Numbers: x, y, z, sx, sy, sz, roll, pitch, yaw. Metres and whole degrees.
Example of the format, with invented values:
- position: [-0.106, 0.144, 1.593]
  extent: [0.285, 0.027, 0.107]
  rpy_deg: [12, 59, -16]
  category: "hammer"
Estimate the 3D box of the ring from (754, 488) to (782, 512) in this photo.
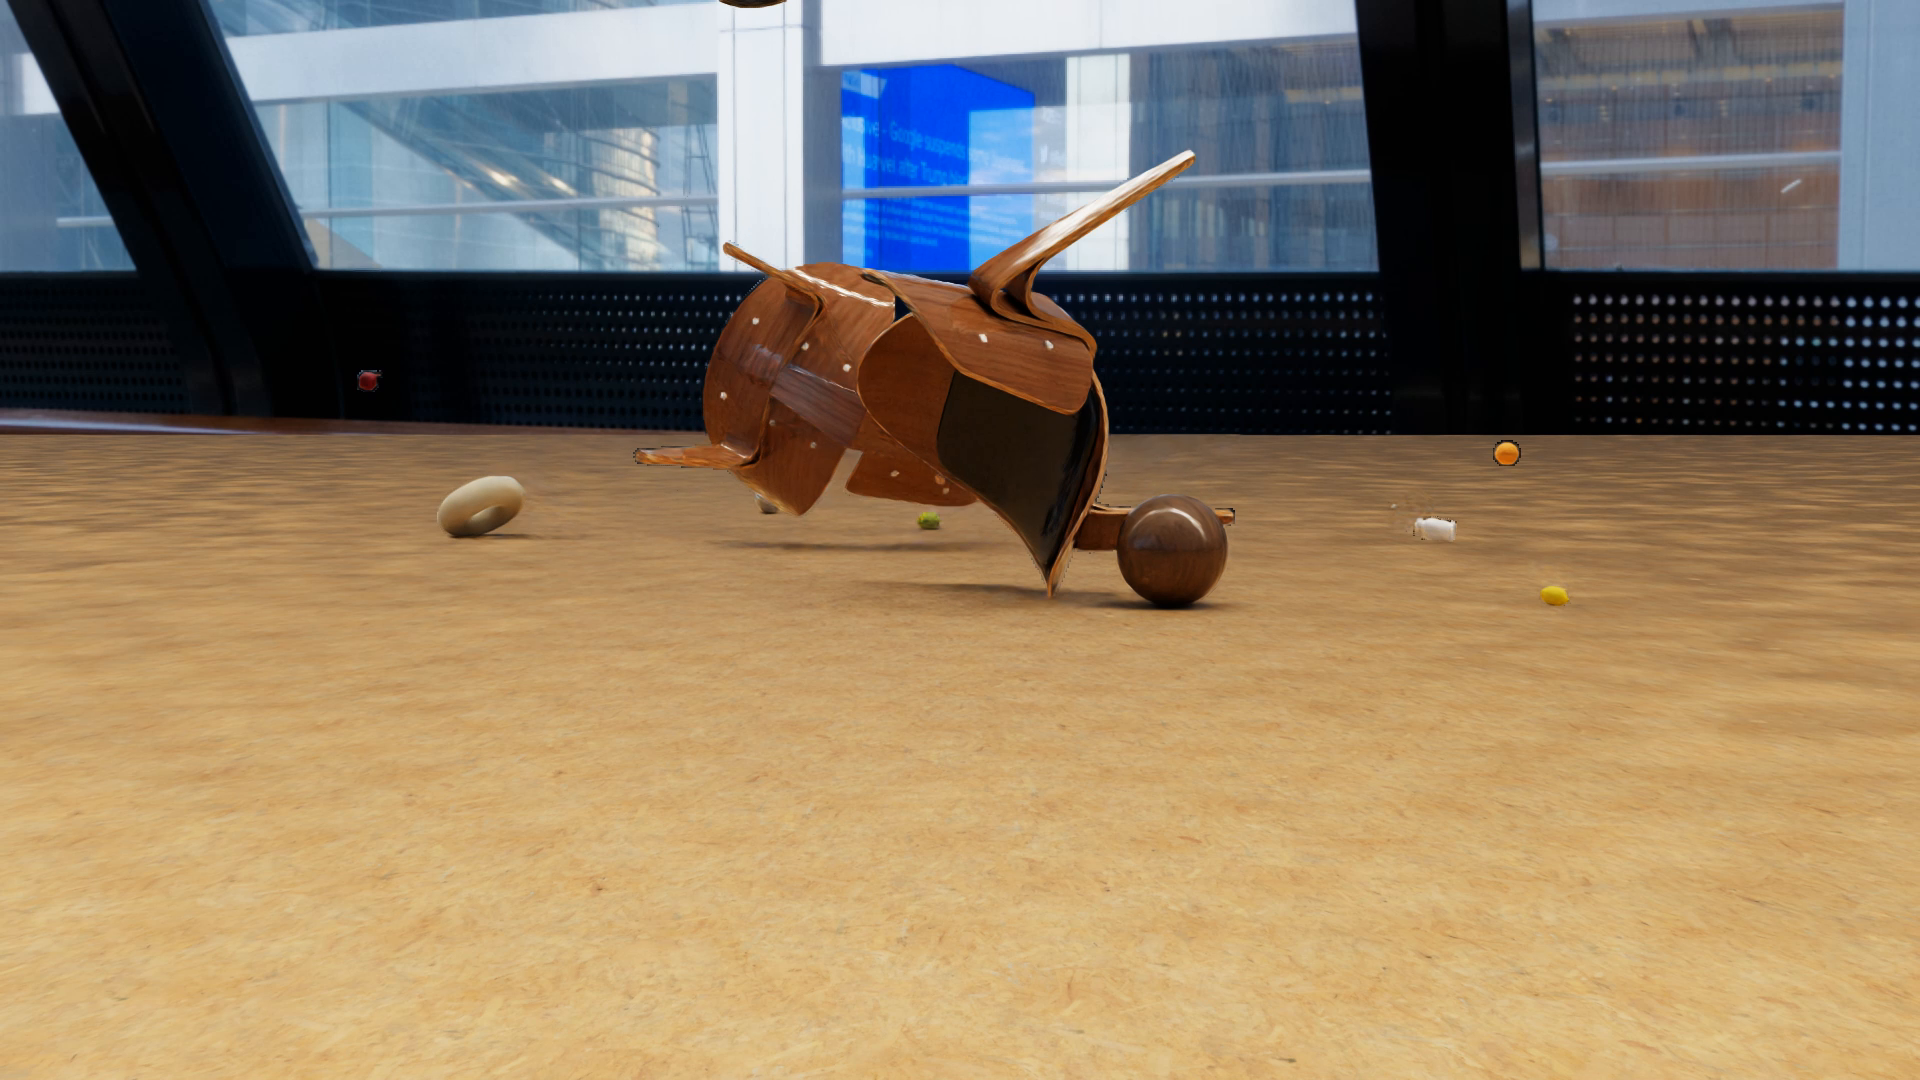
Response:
- position: [-0.693, -0.144, 7.968]
  extent: [0.074, 0.083, 0.121]
  rpy_deg: [-18, -32, 13]
  category: "ring"

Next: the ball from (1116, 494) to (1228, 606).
- position: [0.439, 0.020, 4.553]
  extent: [0.232, 0.232, 0.232]
  rpy_deg: [0, 4, 0]
  category: "ball"

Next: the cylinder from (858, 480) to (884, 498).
- position: [-0.319, -0.183, 7.887]
  extent: [0.073, 0.034, 0.058]
  rpy_deg: [-18, 40, -18]
  category: "cylinder"

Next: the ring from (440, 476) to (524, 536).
- position: [-1.453, -0.102, 6.684]
  extent: [0.272, 0.092, 0.264]
  rpy_deg: [-22, -18, -17]
  category: "ring"
